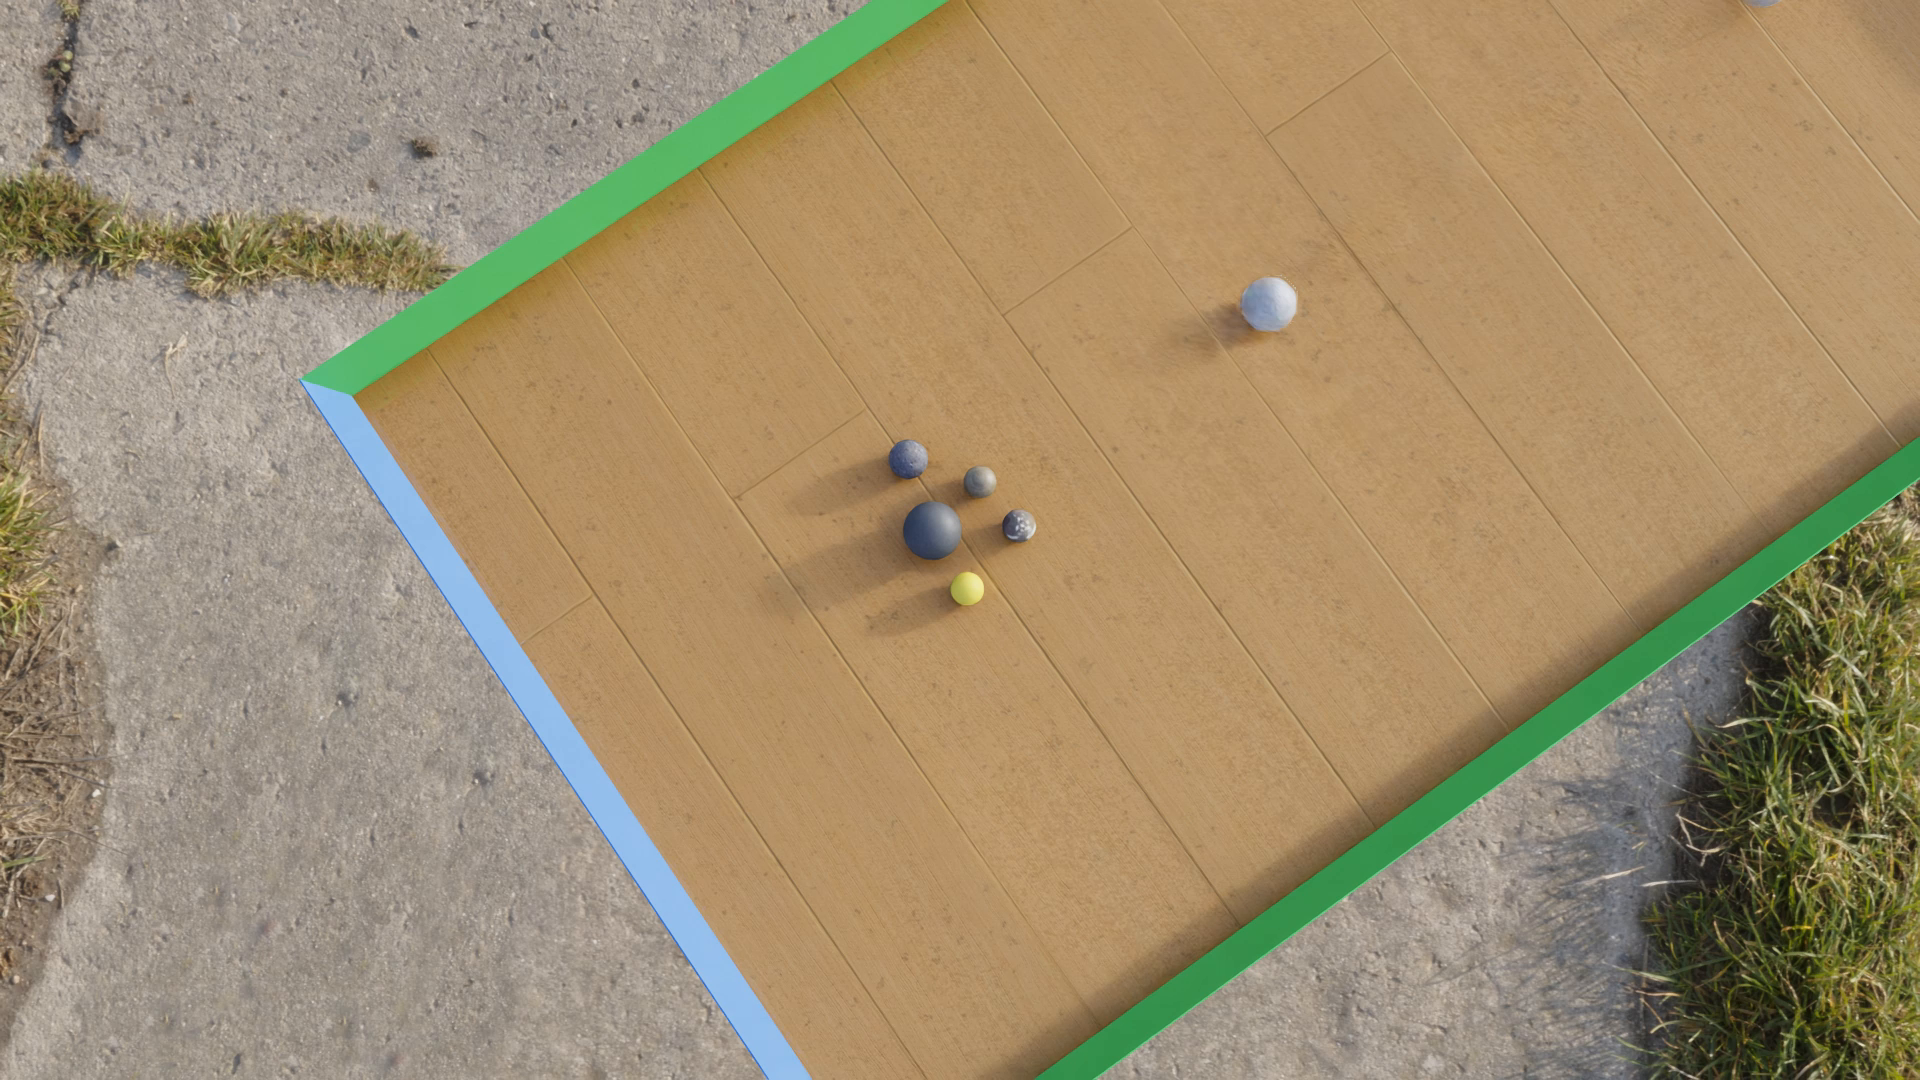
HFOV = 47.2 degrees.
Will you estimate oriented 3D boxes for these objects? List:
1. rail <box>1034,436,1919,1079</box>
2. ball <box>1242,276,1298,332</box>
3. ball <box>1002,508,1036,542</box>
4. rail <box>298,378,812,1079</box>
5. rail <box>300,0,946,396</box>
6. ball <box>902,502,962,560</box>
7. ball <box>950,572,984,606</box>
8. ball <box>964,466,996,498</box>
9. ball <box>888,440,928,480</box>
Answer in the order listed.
[{"bbox_3d":[0.963,0.198,3.225,2.675,0.114,0.045,-35,82,-6],"label":"rail"},{"bbox_3d":[0.469,-0.358,3.338,0.084,0.084,0.084,0,80,0],"label":"ball"},{"bbox_3d":[0.089,-0.021,3.296,0.051,0.051,0.051,0,80,0],"label":"ball"},{"bbox_3d":[-0.527,0.361,3.196,0.045,0.114,1.493,-35,82,-6],"label":"rail"},{"bbox_3d":[0.131,-0.966,3.429,2.675,0.114,0.045,-35,82,-6],"label":"rail"},{"bbox_3d":[-0.041,-0.014,3.276,0.088,0.088,0.088,0,80,0],"label":"ball"},{"bbox_3d":[0.011,0.073,3.280,0.051,0.051,0.051,0,80,0],"label":"ball"},{"bbox_3d":[0.030,-0.087,3.308,0.051,0.051,0.051,0,80,0],"label":"ball"},{"bbox_3d":[-0.078,-0.122,3.309,0.060,0.060,0.060,0,80,0],"label":"ball"}]
